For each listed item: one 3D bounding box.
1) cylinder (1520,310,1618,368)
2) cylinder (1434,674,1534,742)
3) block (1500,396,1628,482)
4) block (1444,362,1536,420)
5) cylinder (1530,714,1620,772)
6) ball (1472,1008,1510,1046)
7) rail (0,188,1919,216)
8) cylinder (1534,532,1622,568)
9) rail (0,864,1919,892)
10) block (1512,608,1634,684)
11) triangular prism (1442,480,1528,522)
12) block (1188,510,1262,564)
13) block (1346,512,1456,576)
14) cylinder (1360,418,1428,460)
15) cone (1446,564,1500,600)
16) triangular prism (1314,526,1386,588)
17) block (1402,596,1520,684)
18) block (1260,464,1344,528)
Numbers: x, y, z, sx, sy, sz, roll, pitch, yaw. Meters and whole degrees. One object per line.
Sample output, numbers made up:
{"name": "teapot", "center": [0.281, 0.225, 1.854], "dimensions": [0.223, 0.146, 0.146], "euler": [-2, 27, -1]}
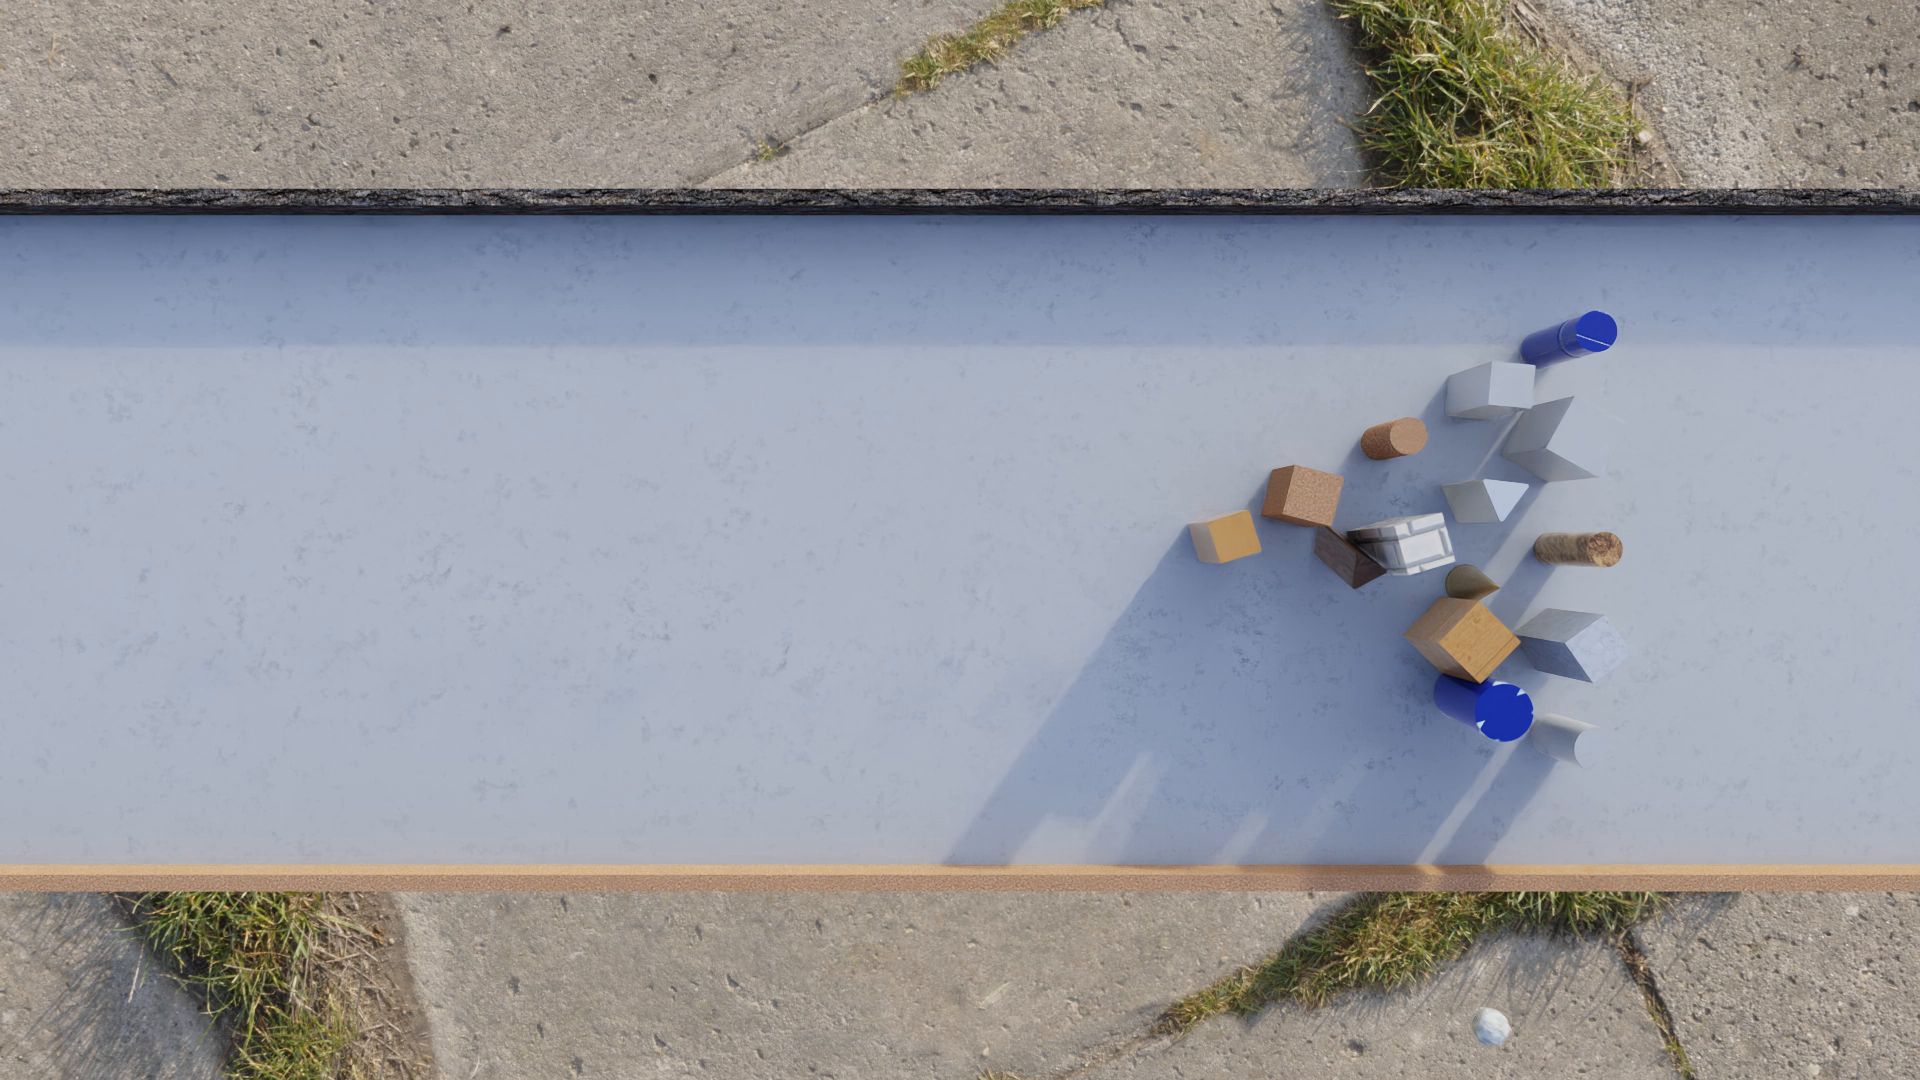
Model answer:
{"name": "cylinder", "center": [1.784, -0.584, 4.848], "dimensions": [0.116, 0.456, 0.116], "euler": [0, 90, 0]}
{"name": "cylinder", "center": [1.538, 0.479, 4.865], "dimensions": [0.165, 0.416, 0.165], "euler": [0, 92, 0]}
{"name": "block", "center": [1.778, -0.293, 4.877], "dimensions": [0.171, 0.399, 0.171], "euler": [29, 90, 0]}
{"name": "block", "center": [1.560, -0.438, 4.869], "dimensions": [0.123, 0.415, 0.123], "euler": [5, 90, 0]}
{"name": "cylinder", "center": [1.821, 0.599, 4.896], "dimensions": [0.130, 0.361, 0.130], "euler": [0, 90, 0]}
{"name": "ball", "center": [2.785, 2.555, 8.657], "dimensions": [0.187, 0.187, 0.187], "euler": [0, 90, 0]}
{"name": "rail", "center": [-2.247, -1.025, 5.002], "dimensions": [12.000, 0.150, 0.050], "euler": [0, 90, 0]}
{"name": "cylinder", "center": [1.816, 0.027, 4.860], "dimensions": [0.101, 0.433, 0.101], "euler": [0, 90, 0]}
{"name": "rail", "center": [-2.247, 1.025, 5.001], "dimensions": [12.000, 0.150, 0.050], "euler": [0, 90, 0]}
{"name": "block", "center": [1.791, 0.305, 4.849], "dimensions": [0.138, 0.455, 0.138], "euler": [-35, 90, 0]}
{"name": "triangular prism", "center": [1.527, -0.137, 4.873], "dimensions": [0.111, 0.407, 0.128], "euler": [37, 90, 0]}
{"name": "block", "center": [0.776, -0.010, 4.869], "dimensions": [0.123, 0.416, 0.123], "euler": [-17, 90, 0]}
{"name": "block", "center": [1.295, 0.017, 4.868], "dimensions": [0.144, 0.403, 0.144], "euler": [-16, 90, -7]}
{"name": "cylinder", "center": [1.287, -0.299, 4.904], "dimensions": [0.108, 0.345, 0.108], "euler": [0, 90, 0]}
{"name": "cone", "center": [1.556, 0.138, 4.910], "dimensions": [0.125, 0.334, 0.125], "euler": [0, 90, 0]}
{"name": "triangular prism", "center": [1.144, 0.029, 4.913], "dimensions": [0.110, 0.312, 0.095], "euler": [-28, 111, 0]}
{"name": "block", "center": [1.481, 0.292, 4.888], "dimensions": [0.167, 0.378, 0.167], "euler": [45, 90, 0]}
{"name": "block", "center": [1.015, -0.128, 4.905], "dimensions": [0.146, 0.342, 0.146], "euler": [14, 90, 0]}
